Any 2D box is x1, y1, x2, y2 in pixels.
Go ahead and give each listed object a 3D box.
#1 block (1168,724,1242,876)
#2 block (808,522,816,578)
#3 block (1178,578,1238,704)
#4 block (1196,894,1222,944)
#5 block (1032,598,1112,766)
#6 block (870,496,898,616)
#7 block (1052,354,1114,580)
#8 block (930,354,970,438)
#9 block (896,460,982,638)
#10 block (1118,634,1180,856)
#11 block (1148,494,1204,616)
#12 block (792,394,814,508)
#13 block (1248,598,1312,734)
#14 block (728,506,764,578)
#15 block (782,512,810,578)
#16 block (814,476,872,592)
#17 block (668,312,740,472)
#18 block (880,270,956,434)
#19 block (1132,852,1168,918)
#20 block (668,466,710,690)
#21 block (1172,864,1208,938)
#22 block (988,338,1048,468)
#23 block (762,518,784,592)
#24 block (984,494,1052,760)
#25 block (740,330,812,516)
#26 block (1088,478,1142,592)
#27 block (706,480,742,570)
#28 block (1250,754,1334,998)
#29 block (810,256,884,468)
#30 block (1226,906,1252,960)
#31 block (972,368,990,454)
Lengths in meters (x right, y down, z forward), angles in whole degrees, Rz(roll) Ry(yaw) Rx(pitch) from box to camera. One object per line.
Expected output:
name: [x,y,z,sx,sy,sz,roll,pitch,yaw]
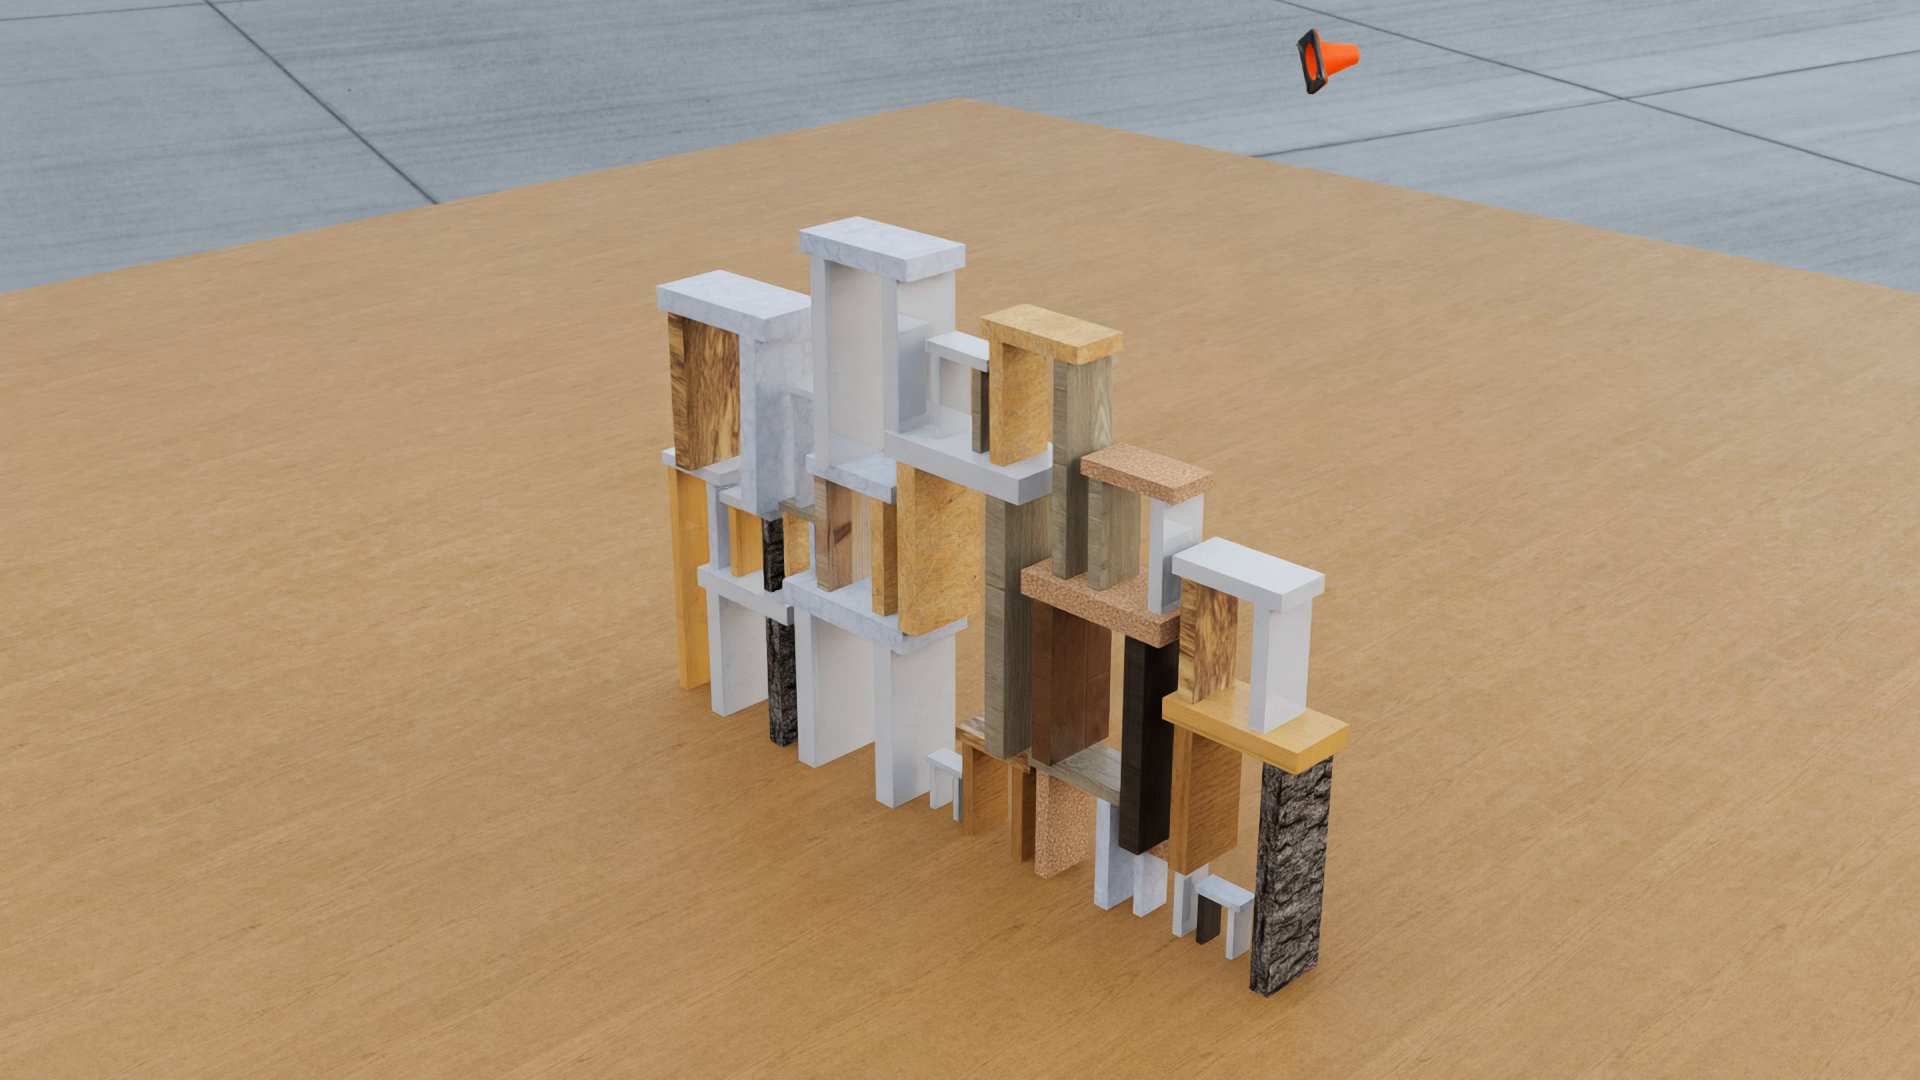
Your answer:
block: [0.440,0.440,3.930,0.146,0.292,0.041,-21,31,-41]
block: [-0.282,0.012,4.532,0.017,0.121,0.060,21,31,41]
block: [0.432,0.158,3.817,0.117,0.233,0.033,-22,31,-40]
block: [0.456,0.683,4.018,0.015,0.103,0.052,21,31,41]
block: [0.209,0.241,4.100,0.165,0.330,0.047,-21,31,-41]
block: [-0.119,0.017,4.357,0.035,0.248,0.124,21,31,41]
block: [0.218,-0.138,3.923,0.118,0.411,0.034,-22,31,-40]
block: [-0.017,-0.278,4.123,0.081,0.161,0.023,-21,31,-40]
block: [-0.040,-0.005,4.271,0.177,0.355,0.050,-21,31,-40]
block: [0.365,0.347,3.975,0.165,0.428,0.047,-21,31,-40]
block: [0.375,0.014,3.817,0.106,0.212,0.030,-22,31,-40]
block: [-0.315,-0.188,4.487,0.015,0.247,0.051,21,31,40]
block: [0.541,0.201,3.716,0.117,0.233,0.033,-22,31,-40]
block: [-0.454,-0.009,4.707,0.081,0.163,0.023,-21,31,-41]
block: [-0.339,0.022,4.598,0.060,0.191,0.017,-21,31,-41]
block: [-0.235,-0.029,4.464,0.124,0.247,0.035,-21,31,-41]
block: [-0.529,-0.333,4.663,0.048,0.342,0.171,21,31,41]
block: [-0.077,-0.364,4.146,0.150,0.301,0.043,-21,31,-40]
block: [0.356,0.625,4.104,0.072,0.144,0.020,-21,31,-41]
block: [-0.589,0.075,4.898,0.028,0.536,0.099,21,31,41]
block: [0.424,0.651,4.041,0.072,0.144,0.020,-21,31,-41]
block: [0.107,-0.262,3.992,0.118,0.237,0.034,-22,30,-40]
block: [-0.377,0.021,4.636,0.023,0.163,0.081,21,31,40]
block: [0.127,0.143,4.152,0.177,0.533,0.050,-21,31,-40]
block: [-0.371,-0.255,4.528,0.048,0.382,0.171,24,32,39]
block: [0.275,-0.024,3.909,0.106,0.212,0.030,-22,31,-40]
block: [-0.496,-0.044,4.747,0.099,0.198,0.028,-21,31,-41]
block: [0.578,0.569,3.835,0.041,0.456,0.146,21,31,41]
block: [-0.218,-0.362,4.302,0.043,0.423,0.150,21,31,41]
block: [0.504,0.702,3.973,0.015,0.103,0.052,21,31,41]
block: [0.058,-0.247,4.053,0.081,0.161,0.023,-21,31,-40]
